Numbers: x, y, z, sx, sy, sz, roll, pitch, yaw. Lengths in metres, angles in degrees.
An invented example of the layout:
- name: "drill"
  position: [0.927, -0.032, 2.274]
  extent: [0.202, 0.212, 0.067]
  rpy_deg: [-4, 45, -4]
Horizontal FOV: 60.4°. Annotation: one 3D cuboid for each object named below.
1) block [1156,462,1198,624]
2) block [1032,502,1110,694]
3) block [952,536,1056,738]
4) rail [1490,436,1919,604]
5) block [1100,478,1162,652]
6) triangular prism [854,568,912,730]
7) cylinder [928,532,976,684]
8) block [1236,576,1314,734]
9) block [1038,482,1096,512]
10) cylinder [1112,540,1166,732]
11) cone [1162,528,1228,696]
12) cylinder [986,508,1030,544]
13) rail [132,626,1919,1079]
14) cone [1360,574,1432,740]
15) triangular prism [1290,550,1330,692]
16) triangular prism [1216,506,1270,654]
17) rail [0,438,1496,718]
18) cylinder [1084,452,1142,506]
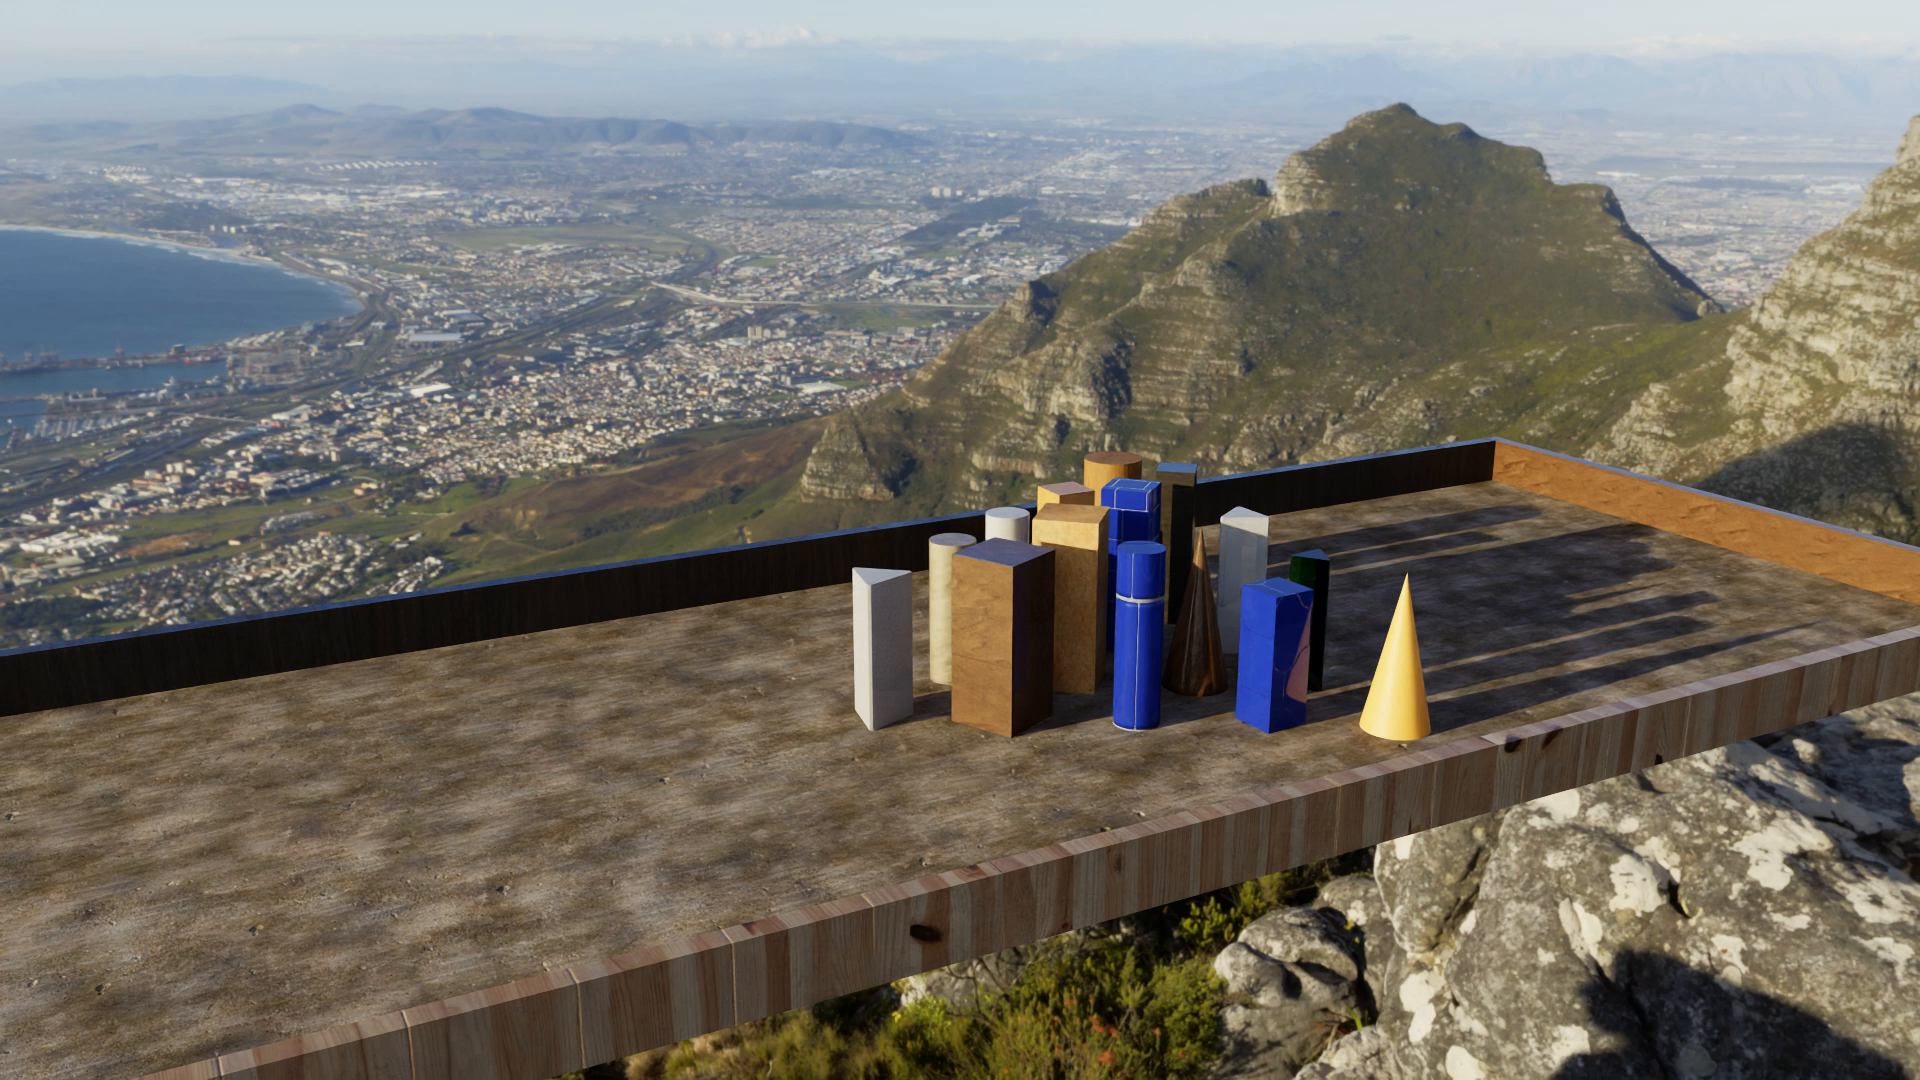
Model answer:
- name: "block"
  position: [0.591, 0.011, 4.550]
  extent: [0.103, 0.433, 0.103]
  rpy_deg: [3, 17, 12]
- name: "block"
  position: [0.273, 0.144, 4.091]
  extent: [0.161, 0.437, 0.161]
  rpy_deg: [4, 17, 14]
- name: "block"
  position: [0.101, 0.224, 3.860]
  extent: [0.172, 0.412, 0.172]
  rpy_deg: [12, 20, 35]
- name: "rail"
  position: [2.466, -0.048, 5.253]
  extent: [0.050, 0.150, 2.100]
  rpy_deg: [-9, 18, -27]
- name: "block"
  position: [0.445, 0.069, 4.336]
  extent: [0.127, 0.442, 0.127]
  rpy_deg: [6, 17, 20]
- name: "triangular prism"
  position: [-0.205, 0.247, 3.881]
  extent: [0.121, 0.356, 0.140]
  rpy_deg: [14, 22, 40]
- name: "cylinder"
  position: [-0.018, 0.172, 4.128]
  extent: [0.117, 0.362, 0.117]
  rpy_deg: [0, 16, 0]
- name: "block"
  position: [0.734, 0.268, 3.854]
  extent: [0.114, 0.332, 0.114]
  rpy_deg: [-10, 19, -31]
- name: "block"
  position: [0.294, 0.031, 4.609]
  extent: [0.115, 0.362, 0.115]
  rpy_deg: [-8, 18, -26]
- name: "cylinder"
  position: [0.416, 0.223, 3.832]
  extent: [0.112, 0.430, 0.112]
  rpy_deg: [0, 16, 0]
- name: "cone"
  position: [0.588, 0.163, 4.068]
  extent: [0.166, 0.412, 0.166]
  rpy_deg: [0, 16, 0]
- name: "cylinder"
  position: [0.124, 0.104, 4.355]
  extent: [0.115, 0.364, 0.115]
  rpy_deg: [0, 16, 0]
- name: "rail"
  position: [-2.336, 1.006, 1.665]
  extent: [12.000, 0.150, 0.050]
  rpy_deg: [-9, 18, -27]
- name: "cone"
  position: [1.020, 0.256, 3.814]
  extent: [0.163, 0.378, 0.163]
  rpy_deg: [0, 16, 0]
- name: "triangular prism"
  position: [0.869, 0.195, 4.088]
  extent: [0.096, 0.340, 0.083]
  rpy_deg: [8, 18, 26]
- name: "triangular prism"
  position: [0.733, 0.105, 4.340]
  extent: [0.124, 0.371, 0.107]
  rpy_deg: [0, 16, 0]
- name: "rail"
  position: [-3.305, 0.497, 3.399]
  extent: [12.000, 0.150, 0.050]
  rpy_deg: [-9, 18, -27]
- name: "cylinder"
  position: [0.446, -0.056, 4.866]
  extent: [0.169, 0.383, 0.169]
  rpy_deg: [0, 16, 0]
